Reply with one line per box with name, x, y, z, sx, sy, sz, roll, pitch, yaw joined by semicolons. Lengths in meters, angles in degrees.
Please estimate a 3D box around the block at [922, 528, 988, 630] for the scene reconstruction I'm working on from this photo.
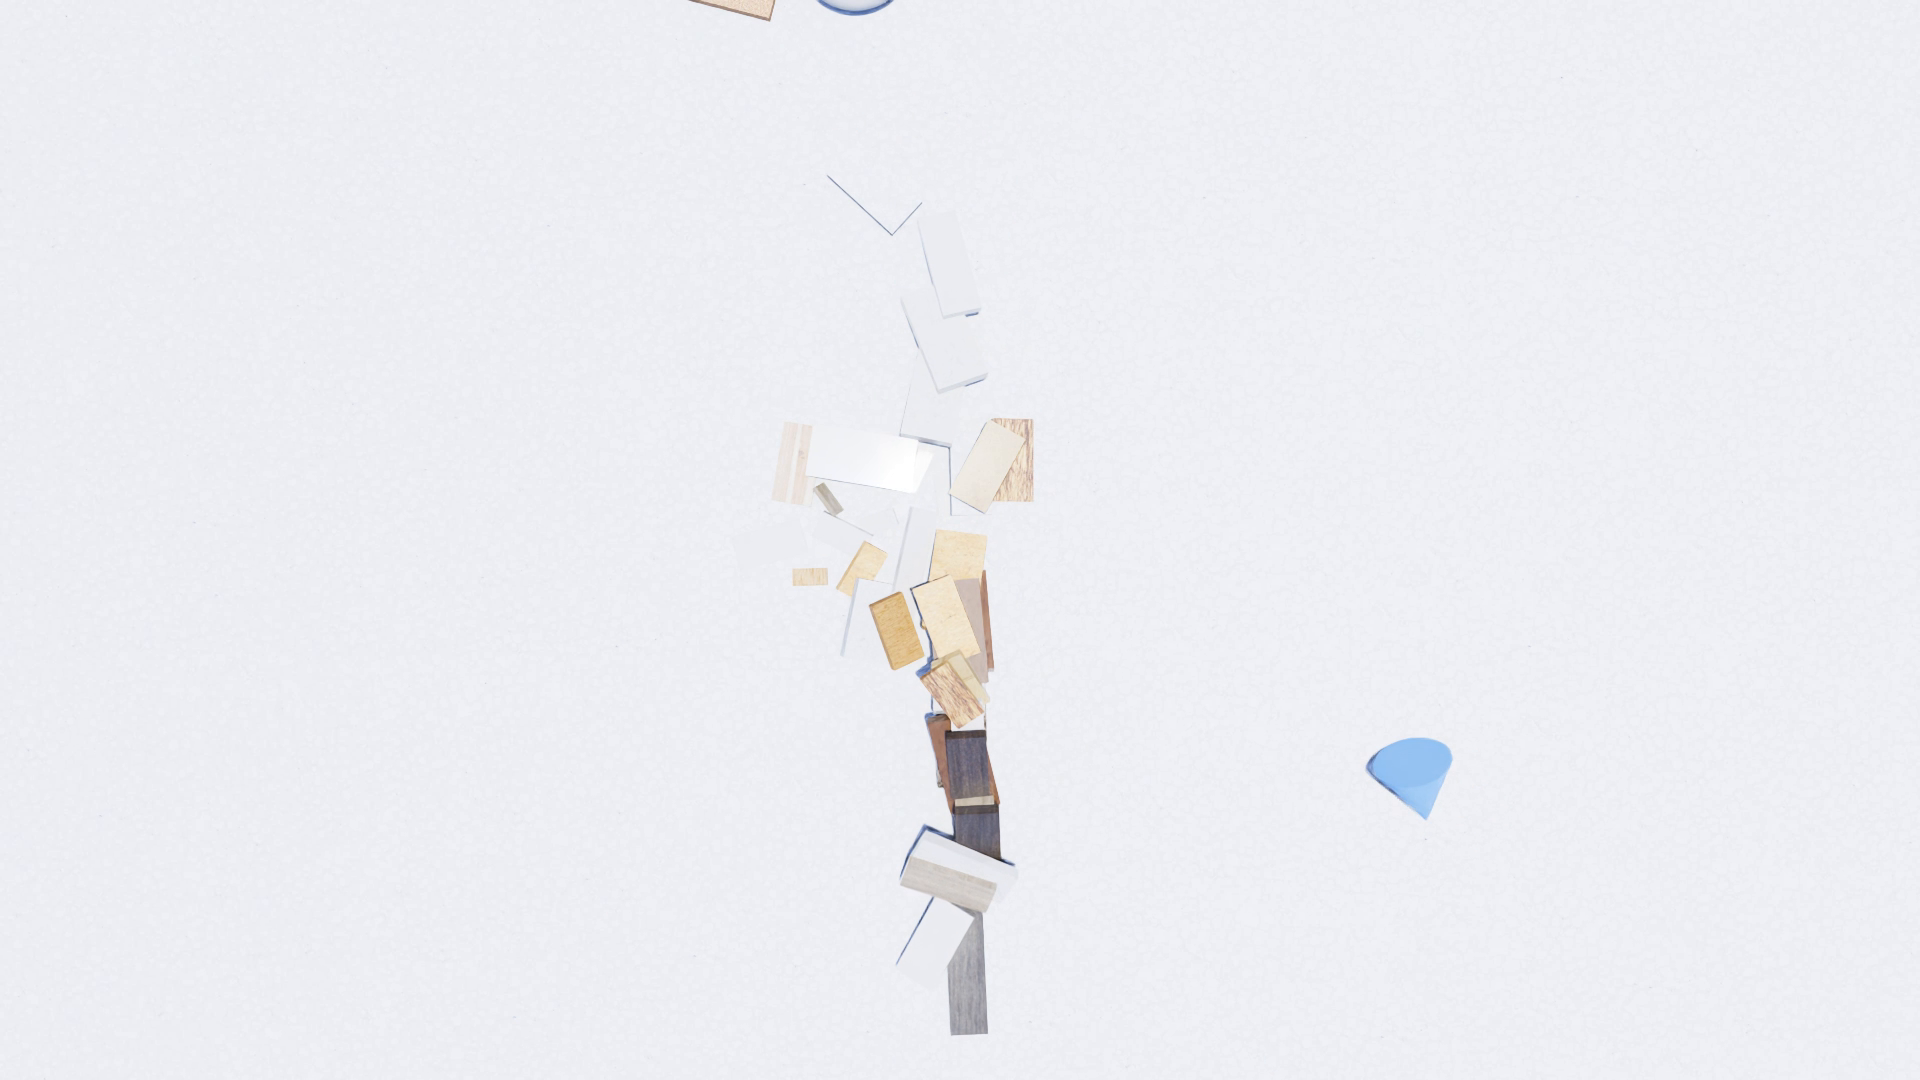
block;-0.016;0.139;5.414;0.169;0.048;0.338;8;70;2

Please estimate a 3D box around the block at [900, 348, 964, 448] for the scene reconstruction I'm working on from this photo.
block;-0.076;-0.494;5.440;0.174;0.049;0.347;12;78;0

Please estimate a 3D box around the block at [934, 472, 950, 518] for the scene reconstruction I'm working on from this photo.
block;-0.043;-0.150;5.490;0.072;0.020;0.143;-7;90;0

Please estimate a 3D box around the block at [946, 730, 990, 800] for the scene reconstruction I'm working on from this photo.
block;0.027;0.723;5.300;0.125;0.035;0.250;-4;123;0

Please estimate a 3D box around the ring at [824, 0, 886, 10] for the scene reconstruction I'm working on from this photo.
ring;-0.345;-1.940;5.437;0.385;0.128;0.385;0;90;1

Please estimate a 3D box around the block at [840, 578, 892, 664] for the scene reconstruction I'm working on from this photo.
block;-0.304;0.266;5.456;0.132;0.037;0.265;12;90;-24

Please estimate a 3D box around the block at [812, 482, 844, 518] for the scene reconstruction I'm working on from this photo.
block;-0.436;-0.134;5.471;0.016;0.058;0.116;-36;90;30

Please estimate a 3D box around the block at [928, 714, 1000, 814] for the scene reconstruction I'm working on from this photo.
block;0.014;0.721;5.374;0.168;0.048;0.337;-12;109;3

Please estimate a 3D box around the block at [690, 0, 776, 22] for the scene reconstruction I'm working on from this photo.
block;-0.757;-1.837;5.479;0.296;0.042;0.148;15;90;0

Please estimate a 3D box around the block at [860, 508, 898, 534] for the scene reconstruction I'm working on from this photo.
block;-0.267;-0.061;5.476;0.116;0.016;0.058;-17;97;13

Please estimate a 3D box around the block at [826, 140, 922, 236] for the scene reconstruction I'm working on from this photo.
block;-0.284;-1.168;5.479;0.296;0.042;0.148;43;90;0

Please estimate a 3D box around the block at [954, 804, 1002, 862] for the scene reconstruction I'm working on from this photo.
block;0.060;0.984;5.391;0.144;0.041;0.288;-3;126;0

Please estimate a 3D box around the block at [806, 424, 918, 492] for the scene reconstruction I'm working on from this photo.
block;-0.324;-0.272;5.446;0.347;0.049;0.174;9;90;-3

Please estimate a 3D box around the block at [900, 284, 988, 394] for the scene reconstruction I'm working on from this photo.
block;-0.052;-0.669;5.427;0.174;0.049;0.347;-20;77;-8

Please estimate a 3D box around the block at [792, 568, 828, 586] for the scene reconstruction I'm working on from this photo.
block;-0.499;0.123;5.492;0.116;0.016;0.058;-1;90;0

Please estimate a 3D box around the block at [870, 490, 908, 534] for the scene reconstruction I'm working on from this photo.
block;-0.221;-0.093;5.490;0.143;0.020;0.072;43;90;0

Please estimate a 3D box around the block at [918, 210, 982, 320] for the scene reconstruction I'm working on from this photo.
block;-0.036;-0.909;5.440;0.130;0.037;0.351;-13;78;-6

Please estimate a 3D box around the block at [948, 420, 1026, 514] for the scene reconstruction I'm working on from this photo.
block;0.090;-0.241;5.404;0.137;0.039;0.274;29;92;6

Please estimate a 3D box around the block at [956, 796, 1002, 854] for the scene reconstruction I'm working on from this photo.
block;0.061;0.947;5.411;0.125;0.035;0.250;-6;126;2

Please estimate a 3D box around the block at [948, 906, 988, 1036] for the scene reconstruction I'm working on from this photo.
block;0.020;1.376;5.482;0.125;0.035;0.530;-3;90;0

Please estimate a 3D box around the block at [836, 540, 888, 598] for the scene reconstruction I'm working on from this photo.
block;-0.324;0.103;5.463;0.092;0.026;0.184;30;93;-26

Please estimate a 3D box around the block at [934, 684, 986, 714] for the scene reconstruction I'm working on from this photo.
block;-0.003;0.402;5.421;0.168;0.048;0.337;0;70;0

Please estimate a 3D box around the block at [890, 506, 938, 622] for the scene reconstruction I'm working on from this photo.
block;-0.163;0.097;5.468;0.092;0.026;0.406;13;90;-26

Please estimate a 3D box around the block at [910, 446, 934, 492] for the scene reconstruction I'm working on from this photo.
block;-0.150;-0.236;5.490;0.072;0.020;0.143;25;90;0

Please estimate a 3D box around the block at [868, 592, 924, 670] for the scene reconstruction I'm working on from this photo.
block;-0.208;0.300;5.435;0.117;0.033;0.233;-25;106;-22

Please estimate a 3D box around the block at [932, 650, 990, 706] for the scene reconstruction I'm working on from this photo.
block;0.003;0.454;5.262;0.103;0.029;0.207;-25;117;13

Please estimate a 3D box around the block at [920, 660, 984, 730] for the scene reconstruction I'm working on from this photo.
block;-0.023;0.490;5.222;0.104;0.029;0.207;-35;105;9

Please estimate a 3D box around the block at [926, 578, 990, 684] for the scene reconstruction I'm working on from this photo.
block;-0.007;0.298;5.309;0.169;0.048;0.338;-6;90;2

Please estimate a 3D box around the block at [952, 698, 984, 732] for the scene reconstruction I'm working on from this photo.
block;0.025;0.610;5.295;0.103;0.029;0.207;-3;109;0

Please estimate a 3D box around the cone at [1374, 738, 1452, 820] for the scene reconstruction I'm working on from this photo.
cone;1.518;0.830;5.443;0.254;0.254;0.254;-20;117;0

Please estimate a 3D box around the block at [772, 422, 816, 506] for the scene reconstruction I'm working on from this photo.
block;-0.538;-0.252;5.481;0.132;0.037;0.265;9;90;0

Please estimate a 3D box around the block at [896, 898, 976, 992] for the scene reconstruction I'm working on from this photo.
block;-0.081;1.329;5.451;0.144;0.041;0.288;30;96;10

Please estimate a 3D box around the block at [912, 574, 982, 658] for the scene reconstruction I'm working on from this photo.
block;-0.042;0.257;5.267;0.132;0.037;0.265;-21;90;2

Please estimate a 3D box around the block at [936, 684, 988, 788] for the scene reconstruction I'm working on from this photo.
block;0.005;0.645;5.449;0.168;0.048;0.337;-2;92;-1

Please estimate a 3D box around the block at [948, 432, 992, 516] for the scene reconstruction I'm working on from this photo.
block;0.035;-0.220;5.468;0.137;0.039;0.275;-1;89;-10

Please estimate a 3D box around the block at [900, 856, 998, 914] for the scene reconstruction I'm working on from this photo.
block;-0.038;1.128;5.399;0.300;0.033;0.117;18;126;-2

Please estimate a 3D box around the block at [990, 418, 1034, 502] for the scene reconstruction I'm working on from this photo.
block;0.172;-0.264;5.460;0.137;0.039;0.275;0;89;-16

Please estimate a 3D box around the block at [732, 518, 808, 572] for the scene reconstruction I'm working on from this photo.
block;-0.632;0.015;5.483;0.233;0.033;0.117;-16;90;0

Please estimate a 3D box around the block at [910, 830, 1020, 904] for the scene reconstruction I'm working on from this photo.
block;0.012;1.072;5.396;0.337;0.041;0.144;24;127;-6

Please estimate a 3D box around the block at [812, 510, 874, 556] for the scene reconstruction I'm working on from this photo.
block;-0.390;-0.015;5.477;0.185;0.026;0.092;27;103;0

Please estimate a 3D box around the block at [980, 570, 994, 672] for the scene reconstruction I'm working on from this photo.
block;0.014;0.270;5.417;0.169;0.048;0.338;-4;70;-1
